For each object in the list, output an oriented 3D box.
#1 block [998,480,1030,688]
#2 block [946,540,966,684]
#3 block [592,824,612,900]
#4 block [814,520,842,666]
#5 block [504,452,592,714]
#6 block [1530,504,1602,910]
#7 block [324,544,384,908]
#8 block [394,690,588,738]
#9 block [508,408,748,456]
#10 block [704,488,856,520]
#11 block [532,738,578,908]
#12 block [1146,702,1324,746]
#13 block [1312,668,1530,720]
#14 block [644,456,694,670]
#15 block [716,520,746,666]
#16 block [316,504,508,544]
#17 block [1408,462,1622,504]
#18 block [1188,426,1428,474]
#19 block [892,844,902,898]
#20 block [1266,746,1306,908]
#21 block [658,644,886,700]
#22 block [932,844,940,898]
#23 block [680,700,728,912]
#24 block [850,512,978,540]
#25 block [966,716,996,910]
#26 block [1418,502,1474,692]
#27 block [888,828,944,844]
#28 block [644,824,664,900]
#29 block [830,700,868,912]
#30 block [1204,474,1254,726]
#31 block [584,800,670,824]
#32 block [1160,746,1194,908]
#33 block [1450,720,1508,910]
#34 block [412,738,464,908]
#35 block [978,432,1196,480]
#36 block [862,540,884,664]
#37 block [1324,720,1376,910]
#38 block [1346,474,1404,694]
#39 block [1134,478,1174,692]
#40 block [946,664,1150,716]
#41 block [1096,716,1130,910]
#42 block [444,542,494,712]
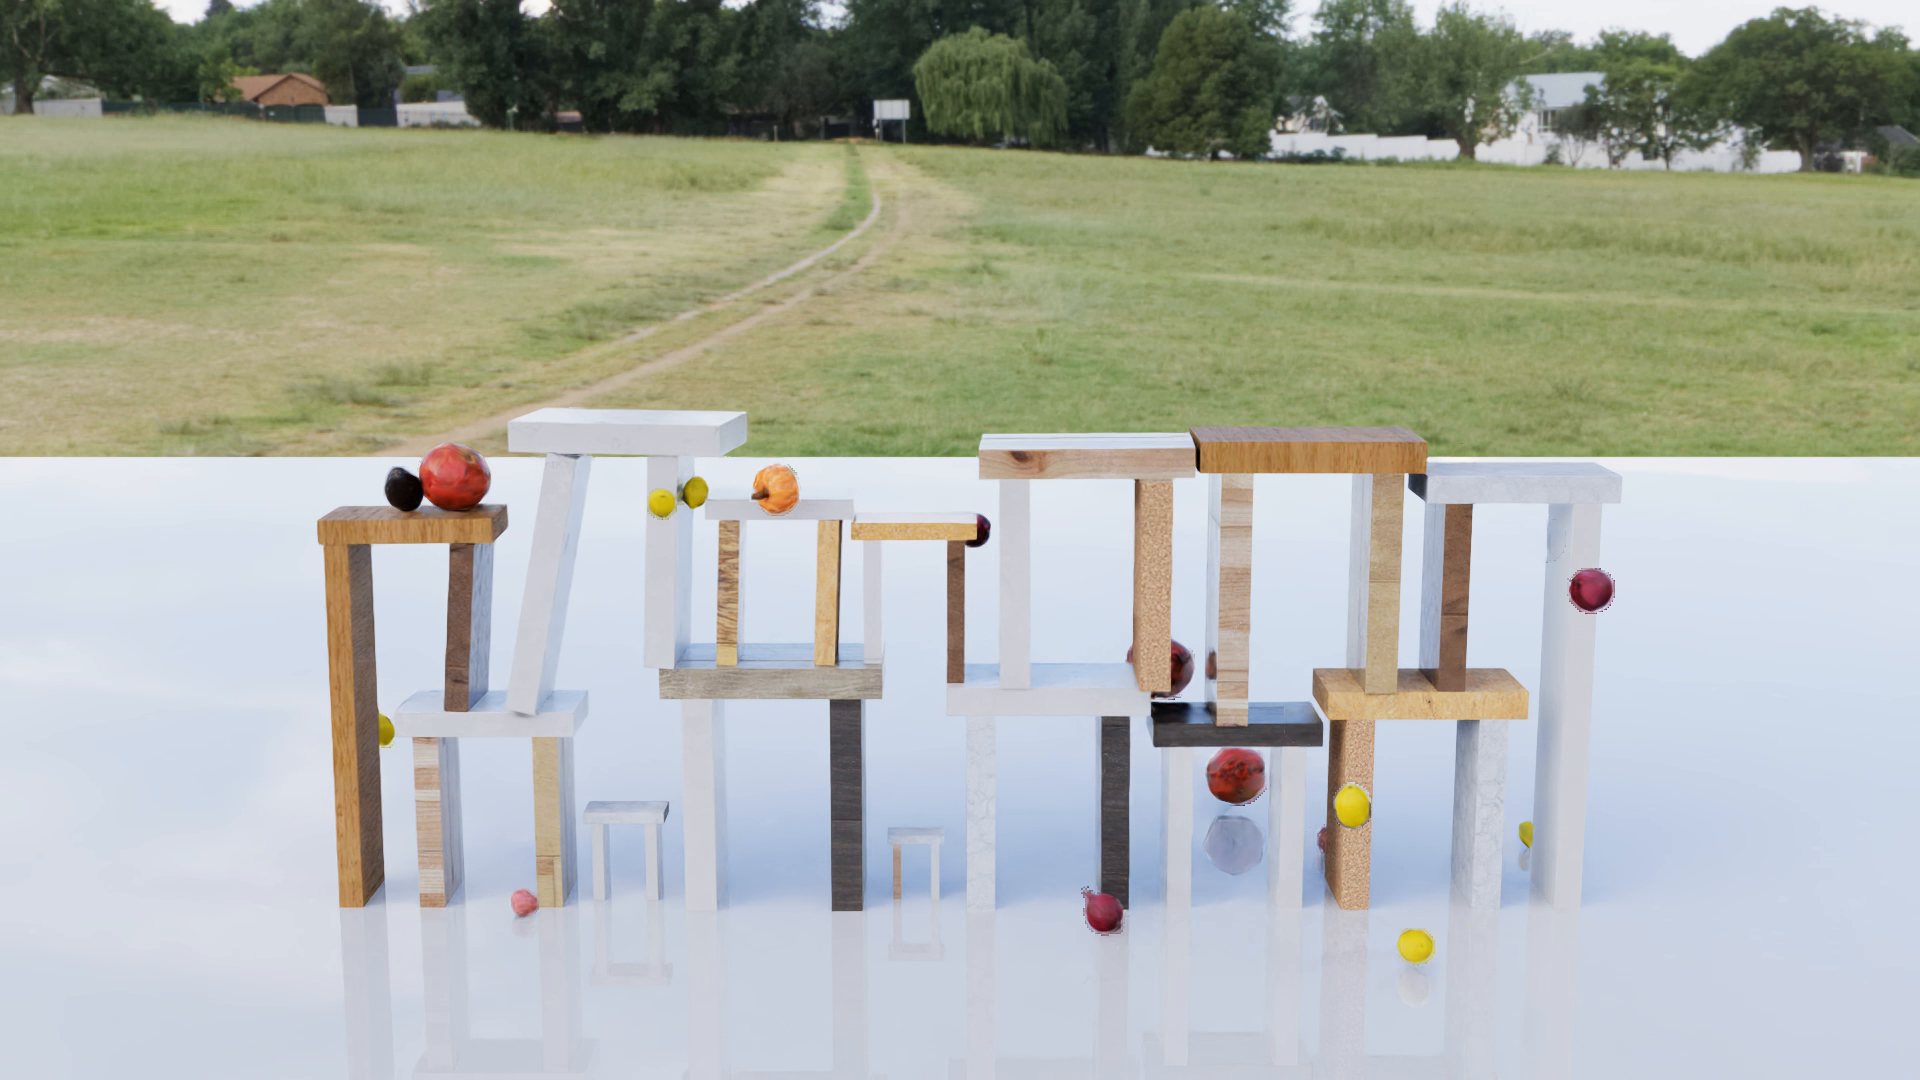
[{"bbox_3d":[0.088,0.056,3.567,0.048,0.338,0.169,0,11,1],"label":"block"},{"bbox_3d":[-0.006,0.107,3.579,0.029,0.234,0.101,0,10,1],"label":"block"},{"bbox_3d":[-0.596,0.525,3.655,0.019,0.132,0.066,0,11,0],"label":"block"},{"bbox_3d":[-0.213,0.074,3.570,0.033,0.236,0.118,2,11,0],"label":"block"},{"bbox_3d":[-0.666,0.058,3.573,0.049,0.421,0.172,11,10,-2],"label":"block"},{"bbox_3d":[0.992,0.259,3.607,0.043,0.673,0.153,0,11,0],"label":"block"},{"bbox_3d":[-0.995,0.292,3.616,0.039,0.605,0.138,1,11,0],"label":"block"},{"bbox_3d":[-0.768,0.285,3.618,0.289,0.041,0.144,0,11,0],"label":"block"},{"bbox_3d":[-0.530,-0.174,3.528,0.344,0.049,0.172,2,11,9],"label":"block"},{"bbox_3d":[-0.287,-0.059,3.546,0.236,0.033,0.118,0,11,0],"label":"block"},{"bbox_3d":[-0.671,0.447,3.648,0.041,0.289,0.144,0,11,0],"label":"block"},{"bbox_3d":[0.449,0.302,3.614,0.274,0.039,0.137,0,11,0],"label":"block"},{"bbox_3d":[0.752,0.252,3.607,0.321,0.046,0.161,0,11,0],"label":"block"},{"bbox_3d":[-0.470,0.020,3.561,0.049,0.344,0.172,3,11,2],"label":"block"},{"bbox_3d":[-0.371,0.074,3.570,0.033,0.236,0.118,2,11,0],"label":"block"},{"bbox_3d":[-0.882,-0.026,3.554,0.275,0.039,0.138,-1,11,-1],"label":"block"},{"bbox_3d":[0.890,-0.093,3.542,0.306,0.043,0.153,0,11,0],"label":"block"},{"bbox_3d":[0.554,-0.145,3.534,0.356,0.050,0.178,0,11,0],"label":"block"},{"bbox_3d":[-0.104,0.544,3.658,0.013,0.095,0.047,0,11,0],"label":"block"},{"bbox_3d":[0.540,0.456,3.642,0.039,0.274,0.137,0,11,0],"label":"block"},{"bbox_3d":[-0.303,0.214,3.603,0.356,0.050,0.178,0,11,0],"label":"block"},{"bbox_3d":[-0.041,0.544,3.658,0.013,0.095,0.047,0,11,0],"label":"block"},{"bbox_3d":[-0.422,0.414,3.641,0.050,0.356,0.178,0,11,0],"label":"block"},{"bbox_3d":[-0.073,-0.023,3.556,0.202,0.029,0.101,0,11,0],"label":"block"},{"bbox_3d":[0.034,0.428,3.642,0.046,0.328,0.164,0,11,0],"label":"block"},{"bbox_3d":[0.788,0.079,3.573,0.043,0.306,0.153,0,11,0],"label":"block"},{"bbox_3d":[-0.072,0.491,3.649,0.095,0.013,0.047,0,11,0],"label":"block"},{"bbox_3d":[-0.508,0.525,3.655,0.019,0.132,0.066,0,11,0],"label":"block"},{"bbox_3d":[-0.184,0.414,3.641,0.050,0.356,0.178,0,11,0],"label":"block"},{"bbox_3d":[0.436,0.081,3.576,0.050,0.410,0.178,0,11,0],"label":"block"},{"bbox_3d":[-0.552,0.451,3.641,0.132,0.019,0.066,0,11,0],"label":"block"},{"bbox_3d":[0.358,0.456,3.642,0.039,0.274,0.137,0,11,0],"label":"block"},{"bbox_3d":[0.859,0.432,3.641,0.046,0.321,0.161,0,11,0],"label":"block"},{"bbox_3d":[-0.864,0.447,3.648,0.041,0.289,0.144,0,11,0],"label":"block"},{"bbox_3d":[0.203,-0.135,3.525,0.338,0.048,0.169,0,11,3],"label":"block"},{"bbox_3d":[-0.140,0.091,3.577,0.029,0.202,0.101,0,11,0],"label":"block"},{"bbox_3d":[0.645,0.432,3.641,0.046,0.321,0.161,0,11,0],"label":"block"},{"bbox_3d":[0.673,0.054,3.571,0.050,0.355,0.178,0,11,0],"label":"block"},{"bbox_3d":[0.310,0.059,3.541,0.048,0.338,0.169,0,12,1],"label":"block"},{"bbox_3d":[0.143,0.245,3.605,0.328,0.046,0.164,0,11,1],"label":"block"},{"bbox_3d":[0.252,0.428,3.641,0.046,0.328,0.164,-1,11,0],"label":"block"},{"bbox_3d":[-0.800,0.129,3.585,0.039,0.275,0.138,5,11,1],"label":"block"}]
